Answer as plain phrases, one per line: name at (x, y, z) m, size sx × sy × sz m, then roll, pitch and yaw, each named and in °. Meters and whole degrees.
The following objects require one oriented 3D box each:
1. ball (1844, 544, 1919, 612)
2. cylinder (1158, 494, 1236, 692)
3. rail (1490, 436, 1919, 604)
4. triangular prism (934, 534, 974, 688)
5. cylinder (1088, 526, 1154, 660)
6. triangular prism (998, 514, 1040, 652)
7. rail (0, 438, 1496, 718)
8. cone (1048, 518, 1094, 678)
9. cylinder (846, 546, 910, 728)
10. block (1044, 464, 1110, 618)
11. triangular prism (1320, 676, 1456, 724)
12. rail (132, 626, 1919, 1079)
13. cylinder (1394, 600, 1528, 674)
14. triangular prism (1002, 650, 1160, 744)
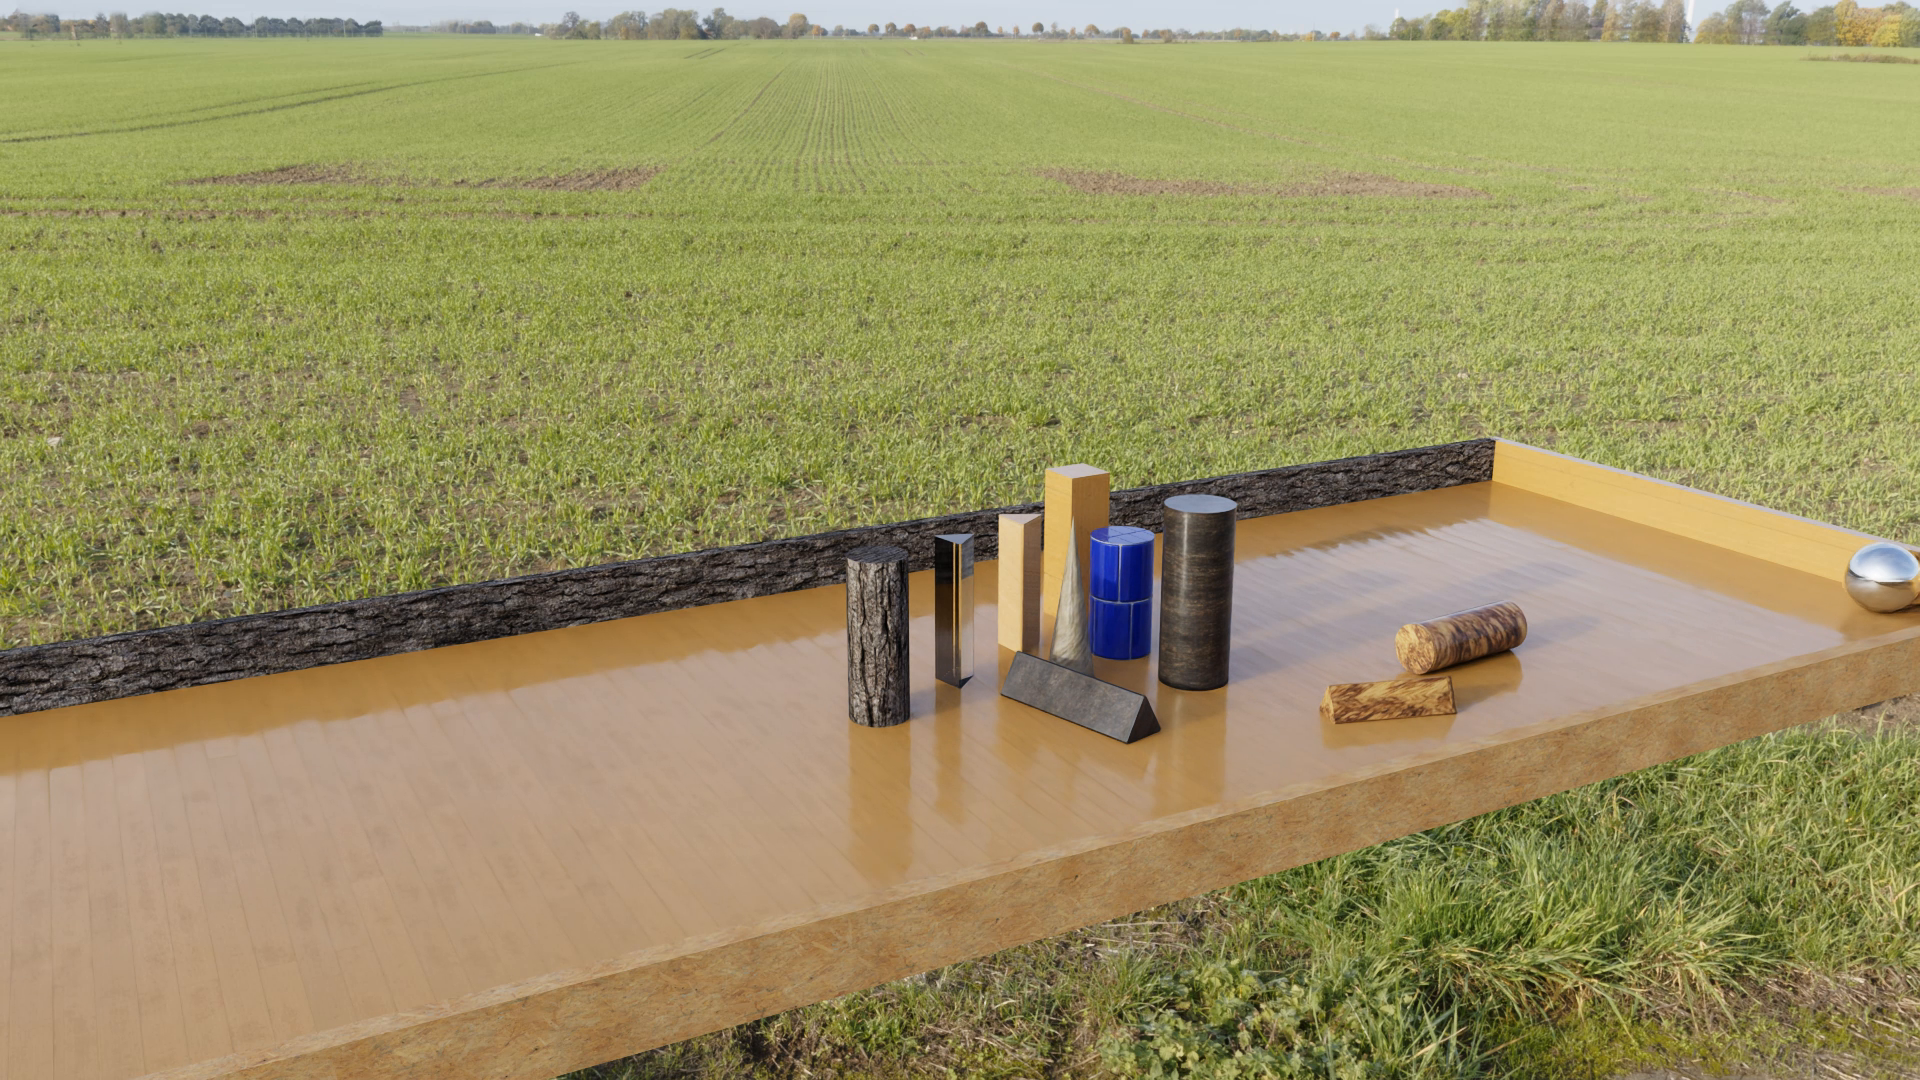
ball at (2.601, 0.106, 4.646) m, size 0.196 × 0.196 × 0.196 m, roll 0°, pitch 16°, yaw 0°
cylinder at (0.589, 0.130, 4.102) m, size 0.177 × 0.457 × 0.177 m, roll 0°, pitch 16°, yaw 0°
rail at (2.466, -0.048, 5.253) m, size 0.050 × 0.150 × 2.100 m, roll -9°, pitch 18°, yaw -27°
triangular prism at (0.001, 0.172, 4.108) m, size 0.084 × 0.374 × 0.097 m, roll -13°, pitch 21°, yaw -38°
cylinder at (0.422, 0.138, 4.324) m, size 0.167 × 0.316 × 0.167 m, roll 0°, pitch 16°, yaw 0°
triangular prism at (0.172, 0.110, 4.351) m, size 0.094 × 0.355 × 0.109 m, roll -10°, pitch 19°, yaw -30°
rail at (-3.305, 0.497, 3.399) m, size 12.000 × 0.150 × 0.050 m, roll -9°, pitch 18°, yaw -27°
cone at (0.279, 0.143, 4.113) m, size 0.123 × 0.425 × 0.123 m, roll 0°, pitch 16°, yaw 0°
cylinder at (-0.192, 0.226, 3.875) m, size 0.145 × 0.401 × 0.145 m, roll 0°, pitch 16°, yaw 0°
block at (0.323, 0.008, 4.590) m, size 0.127 × 0.415 × 0.127 m, roll -10°, pitch 19°, yaw -30°
triangular prism at (1.025, 0.373, 3.940) m, size 0.312 × 0.079 × 0.091 m, roll -3°, pitch 16°, yaw -11°
rail at (-2.336, 1.006, 1.665) m, size 12.000 × 0.150 × 0.050 m, roll -9°, pitch 18°, yaw -27°
cylinder at (1.300, 0.250, 4.275) m, size 0.354 × 0.130 × 0.130 m, roll -10°, pitch 19°, yaw -31°
triangular prism at (0.283, 0.363, 3.932) m, size 0.116 × 0.101 × 0.413 m, roll -15°, pitch 22°, yaw -41°
